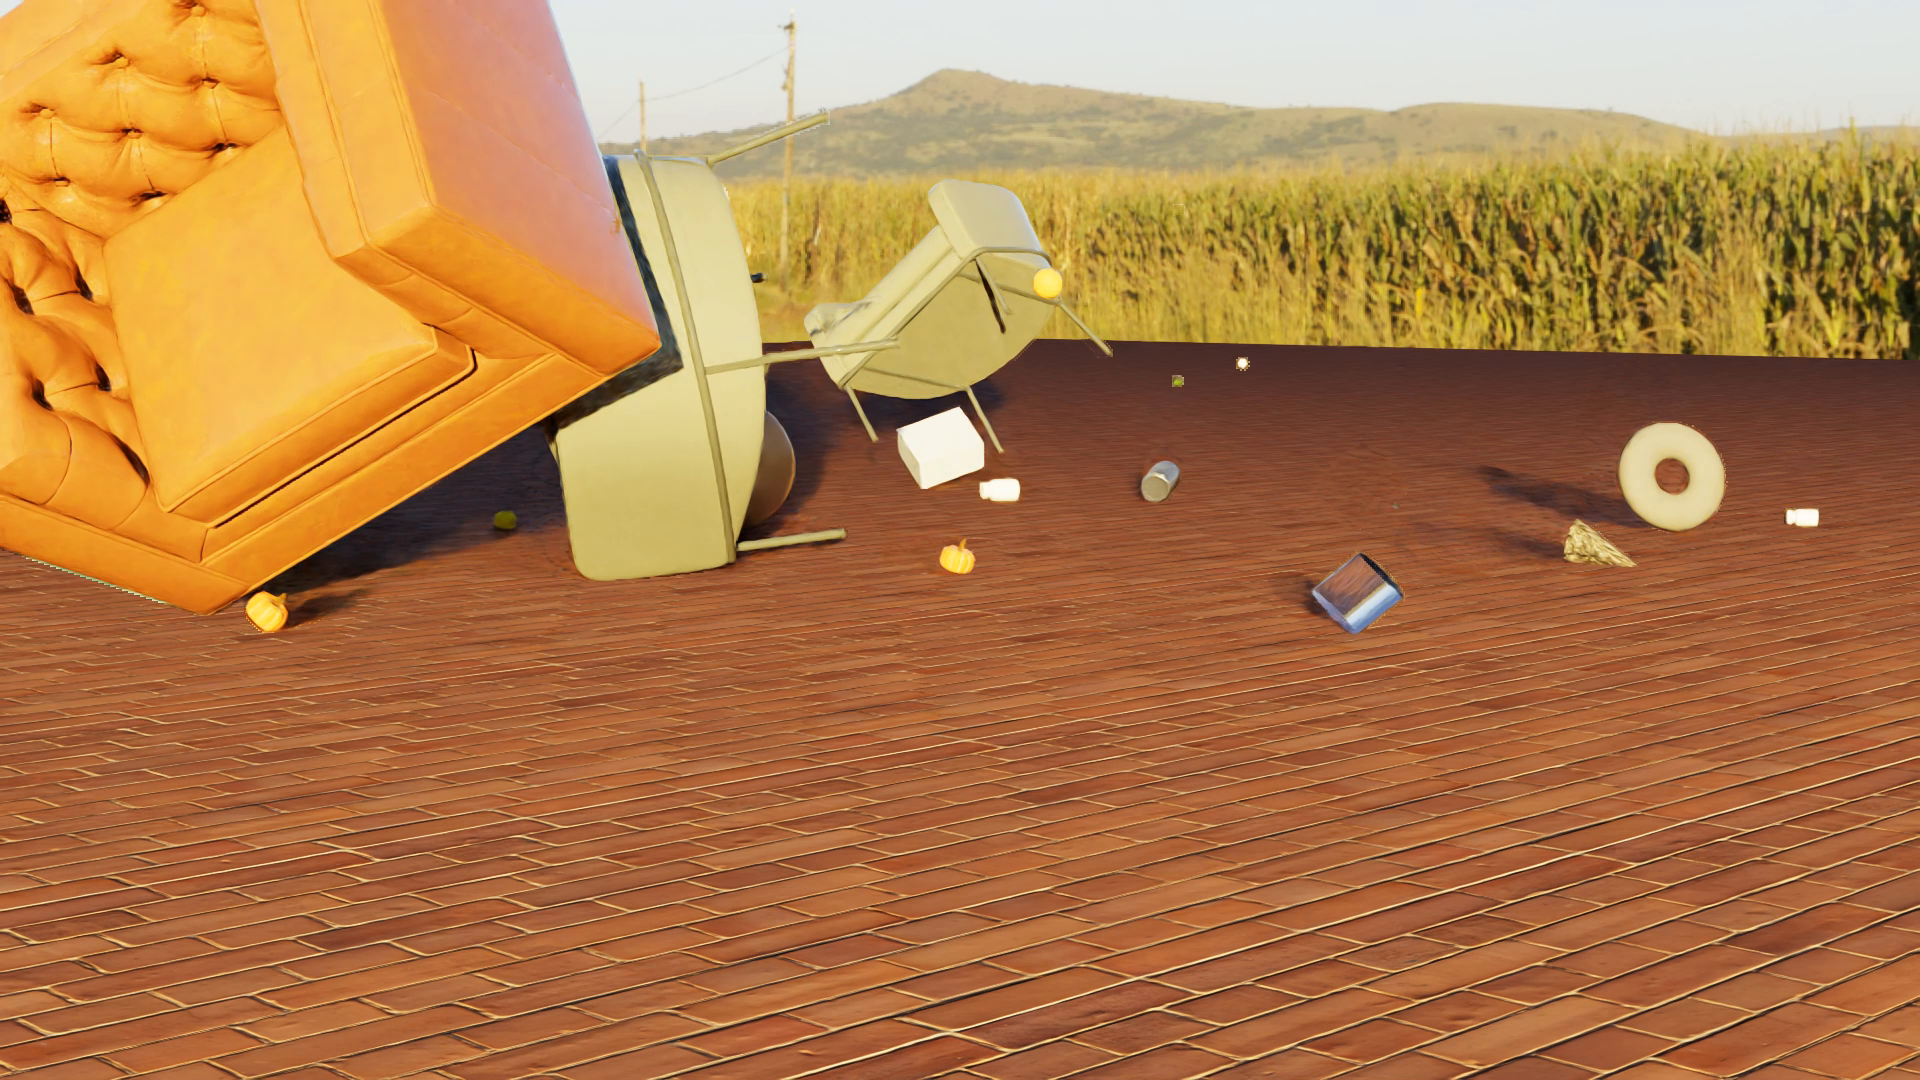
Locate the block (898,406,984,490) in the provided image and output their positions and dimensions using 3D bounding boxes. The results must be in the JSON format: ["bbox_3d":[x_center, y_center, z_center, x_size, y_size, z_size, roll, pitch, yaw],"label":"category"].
[{"bbox_3d":[-0.059,-0.284,7.948,0.213,0.112,0.173,-21,49,-15],"label":"block"}]

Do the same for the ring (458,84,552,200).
[{"bbox_3d":[-1.048,-0.916,5.897,0.105,0.235,0.405,13,24,-39],"label":"ring"}]

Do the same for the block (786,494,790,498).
[{"bbox_3d":[-0.630,-0.187,7.565,0.174,0.136,0.262,2,6,19],"label":"block"}]

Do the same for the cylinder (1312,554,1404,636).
[{"bbox_3d":[0.735,0.100,4.746,0.118,0.121,0.046,-37,-27,-14],"label":"cylinder"}]

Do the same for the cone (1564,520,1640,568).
[{"bbox_3d":[1.471,0.032,5.836,0.163,0.088,0.167,24,-15,24],"label":"cone"}]

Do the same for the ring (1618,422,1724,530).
[{"bbox_3d":[1.806,-0.162,6.511,0.295,0.275,0.062,20,-9,-10],"label":"ring"}]

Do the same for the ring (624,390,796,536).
[{"bbox_3d":[-0.637,-0.197,6.523,0.441,0.373,0.105,8,3,2],"label":"ring"}]
